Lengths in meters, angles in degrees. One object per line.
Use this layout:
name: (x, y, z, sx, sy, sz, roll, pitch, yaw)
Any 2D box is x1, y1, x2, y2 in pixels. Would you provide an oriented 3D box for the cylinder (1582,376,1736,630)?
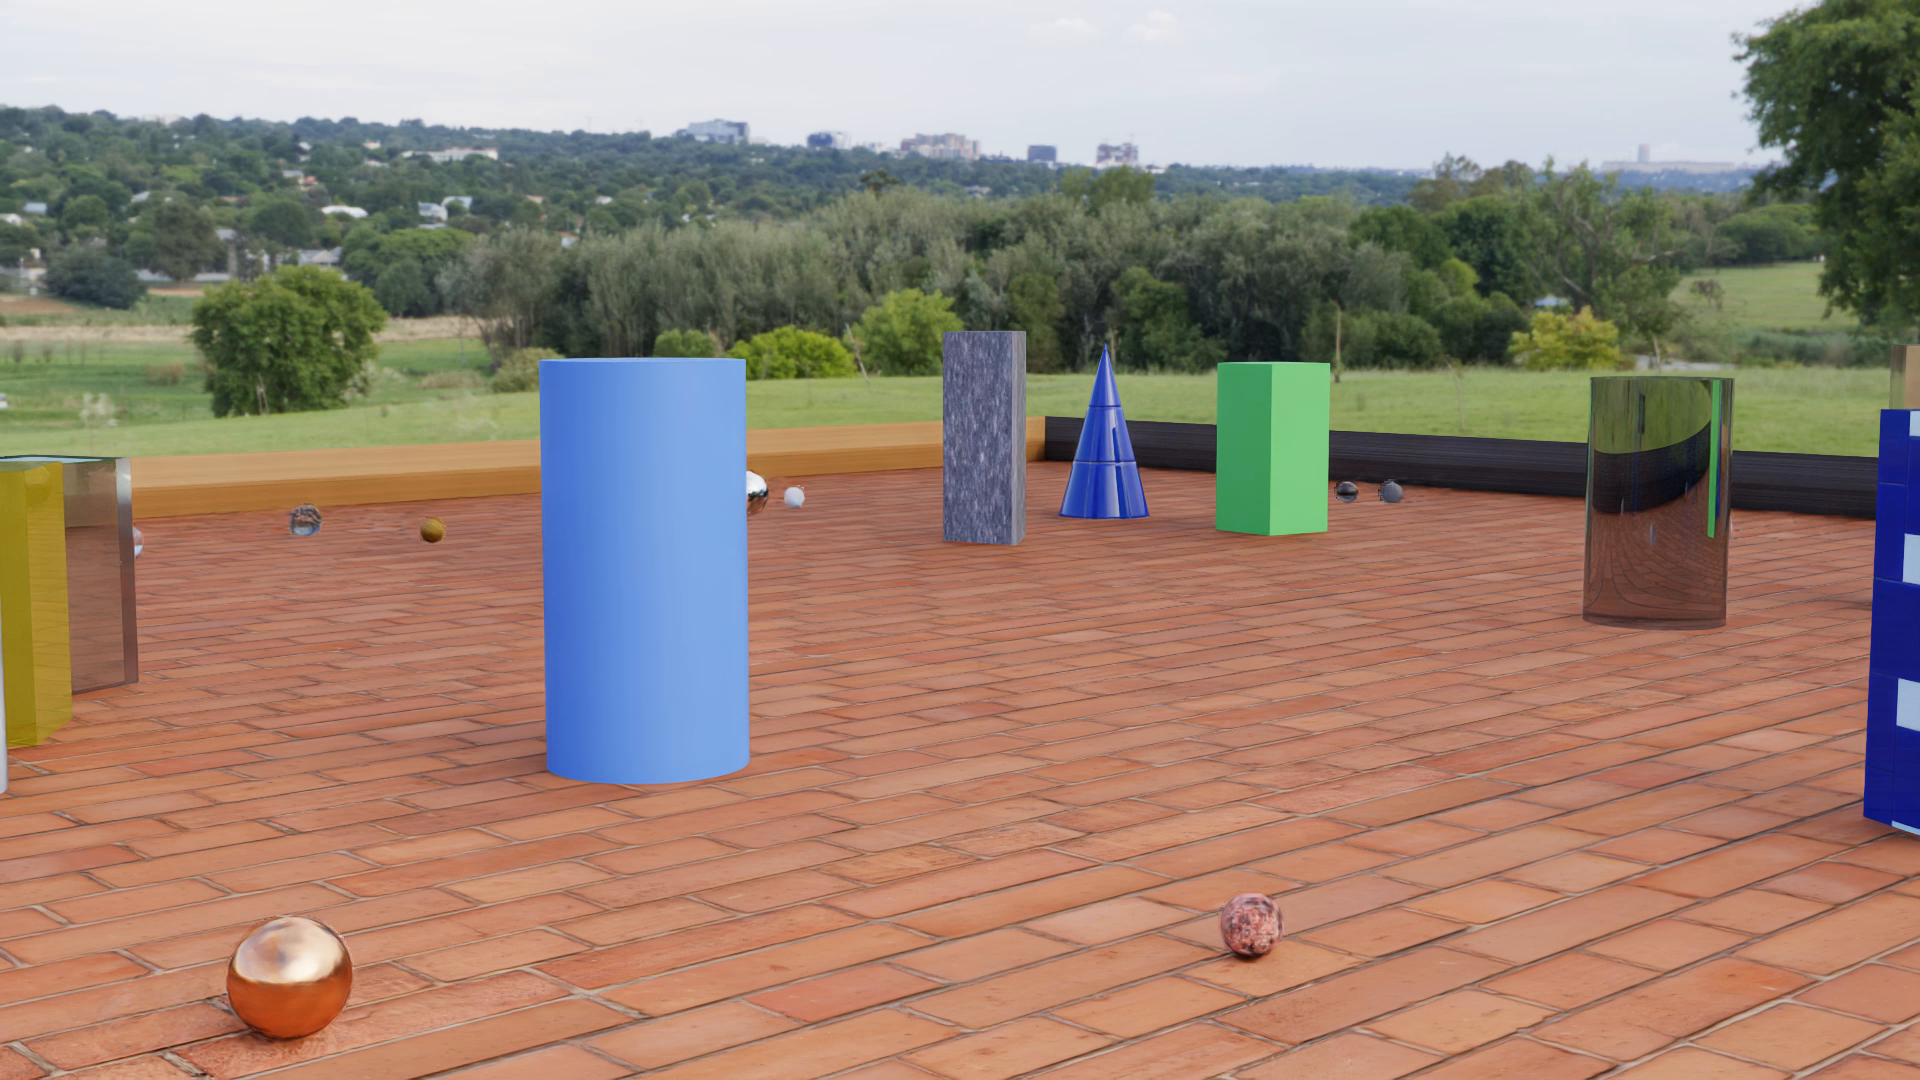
cylinder: (1.000, -0.057, 3.152, 0.199, 0.349, 0.199, 0, 6, 0)

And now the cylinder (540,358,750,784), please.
cylinder: (-0.308, 0.023, 2.153, 0.199, 0.397, 0.199, 0, 6, 0)

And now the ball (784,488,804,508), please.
ball: (-0.376, -0.096, 4.983, 0.047, 0.047, 0.047, 0, 6, 0)

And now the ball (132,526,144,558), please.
ball: (-1.493, 0.004, 3.924, 0.067, 0.067, 0.067, 0, 6, 0)

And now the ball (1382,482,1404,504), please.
ball: (1.000, -0.109, 5.088, 0.051, 0.051, 0.051, 0, 6, 0)

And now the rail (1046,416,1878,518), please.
rail: (1.754, -0.134, 4.942, 0.045, 0.129, 4.472, -5, 8, -42)

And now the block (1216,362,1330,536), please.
block: (0.634, -0.189, 4.459, 0.159, 0.340, 0.159, -4, 7, -35)

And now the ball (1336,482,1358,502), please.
ball: (0.901, -0.111, 5.118, 0.049, 0.049, 0.049, 0, 6, 0)

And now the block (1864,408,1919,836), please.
block: (0.896, 0.071, 1.869, 0.159, 0.360, 0.159, -2, 6, -15)

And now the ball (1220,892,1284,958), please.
ball: (0.202, 0.266, 1.520, 0.044, 0.044, 0.044, 0, 6, 0)

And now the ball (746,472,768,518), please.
ball: (-0.464, -0.099, 4.757, 0.099, 0.099, 0.099, 0, 6, 0)

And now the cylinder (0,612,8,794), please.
cylinder: (-0.986, 0.009, 2.007, 0.199, 0.454, 0.199, 0, 6, 0)

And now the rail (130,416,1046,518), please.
rail: (-1.500, -0.135, 4.949, 4.821, 0.129, 0.045, -5, 8, -42)

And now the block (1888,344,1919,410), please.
block: (1.482, -0.094, 3.291, 0.159, 0.394, 0.159, 2, 6, 15)

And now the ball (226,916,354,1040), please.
ball: (-0.411, 0.269, 1.349, 0.074, 0.074, 0.074, 0, 6, 0)

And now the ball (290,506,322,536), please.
ball: (-1.294, -0.038, 4.347, 0.062, 0.062, 0.062, 0, 6, 0)

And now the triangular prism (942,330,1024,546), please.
triangular prism: (0.081, -0.203, 4.277, 0.172, 0.405, 0.149, 5, 7, 37)

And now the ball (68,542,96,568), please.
ball: (-1.524, 0.027, 3.814, 0.044, 0.044, 0.044, 0, 6, 0)

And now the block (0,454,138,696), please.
block: (-1.093, 0.041, 2.592, 0.159, 0.270, 0.159, 3, 7, 25)

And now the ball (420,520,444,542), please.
ball: (-1.016, -0.017, 4.232, 0.045, 0.045, 0.045, 0, 6, 0)

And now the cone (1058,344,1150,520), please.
cone: (0.315, -0.242, 4.787, 0.199, 0.377, 0.199, 0, 6, 0)

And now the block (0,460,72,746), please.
block: (-1.039, 0.064, 2.309, 0.159, 0.283, 0.159, -1, 6, -9)

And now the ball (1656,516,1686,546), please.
ball: (1.355, -0.017, 4.192, 0.054, 0.054, 0.054, 0, 6, 0)
